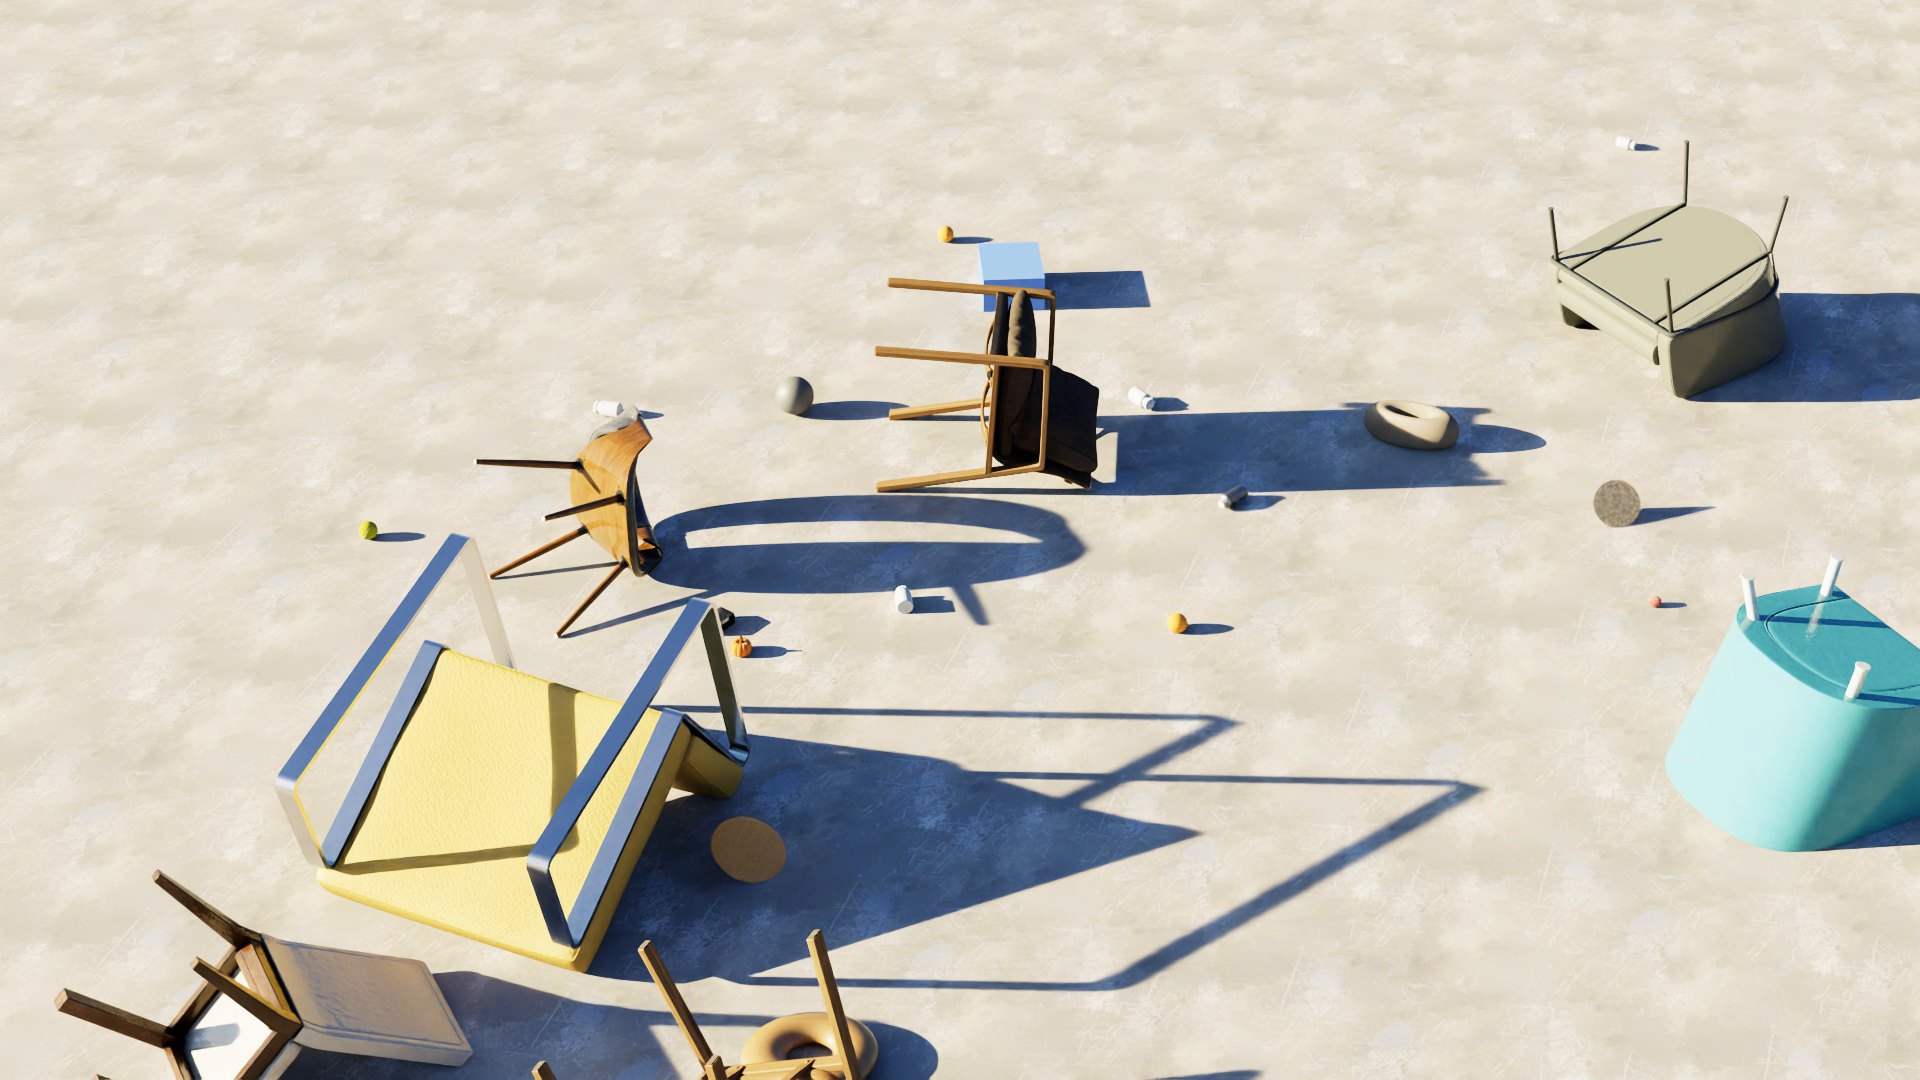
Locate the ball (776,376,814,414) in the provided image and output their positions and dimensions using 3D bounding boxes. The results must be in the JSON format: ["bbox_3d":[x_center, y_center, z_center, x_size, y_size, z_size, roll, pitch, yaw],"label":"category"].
[{"bbox_3d":[-0.659,-0.576,11.679,0.154,0.154,0.154,0,33,0],"label":"ball"}]

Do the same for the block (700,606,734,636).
[{"bbox_3d":[-0.864,0.291,10.462,0.066,0.045,0.105,24,40,32],"label":"block"}]

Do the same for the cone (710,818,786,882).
[{"bbox_3d":[-0.700,0.961,9.393,0.256,0.199,0.256,32,0,-17],"label":"cone"}]

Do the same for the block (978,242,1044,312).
[{"bbox_3d":[0.217,-1.124,12.511,0.259,0.153,0.331,-2,33,-3],"label":"block"}]

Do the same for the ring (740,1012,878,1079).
[{"bbox_3d":[-0.440,1.508,8.588,0.407,0.075,0.349,-7,33,-10],"label":"ring"}]

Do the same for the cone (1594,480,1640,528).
[{"bbox_3d":[2.465,-0.127,11.077,0.188,0.094,0.181,-44,87,-14],"label":"cone"}]

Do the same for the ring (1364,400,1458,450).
[{"bbox_3d":[1.772,-0.451,11.508,0.382,0.137,0.188,12,34,20],"label":"ring"}]
